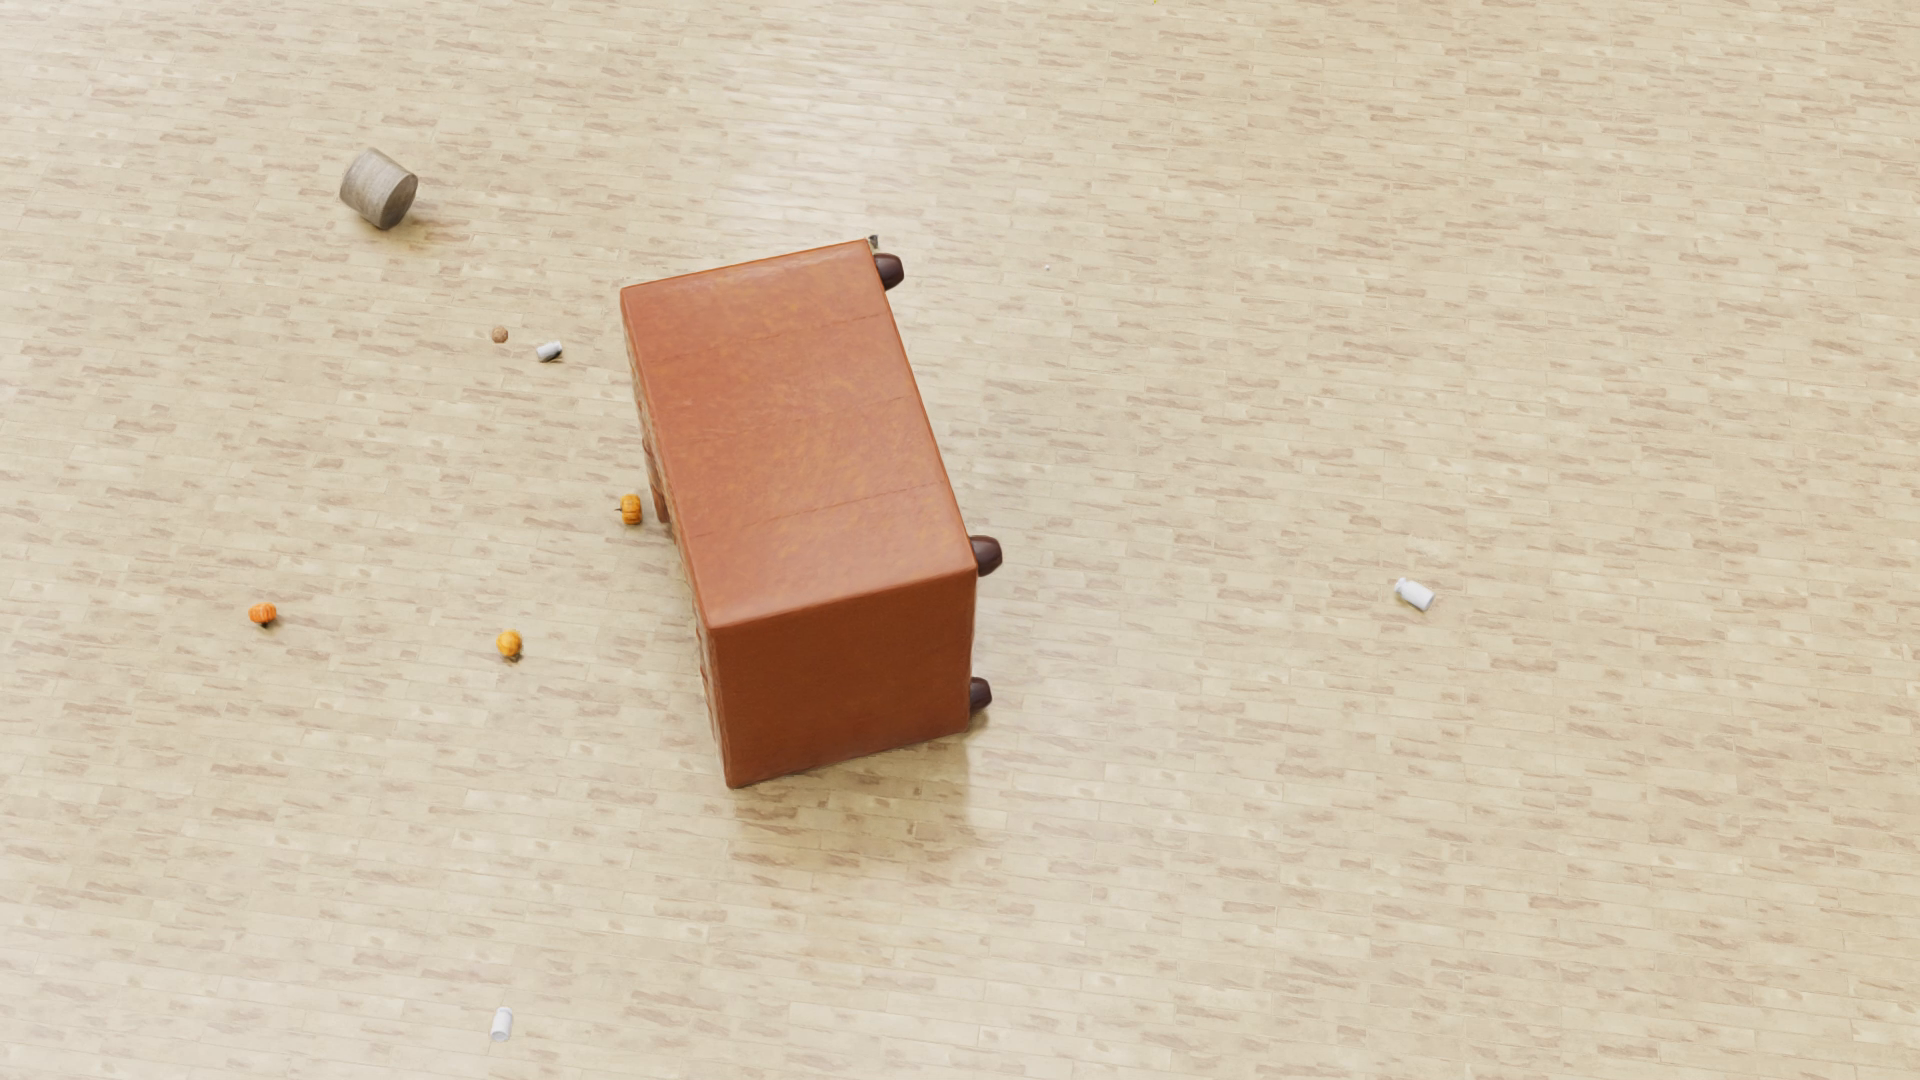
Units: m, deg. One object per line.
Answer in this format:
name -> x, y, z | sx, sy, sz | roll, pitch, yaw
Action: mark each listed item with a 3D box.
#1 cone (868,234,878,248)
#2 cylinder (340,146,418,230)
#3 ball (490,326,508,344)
cone -> -0.280, -0.973, 7.214 | 0.034, 0.049, 0.049 | -11, 83, -12
cylinder -> -1.907, -1.153, 7.217 | 0.172, 0.214, 0.158 | 35, 19, 10
ball -> -1.441, -0.642, 6.879 | 0.054, 0.054, 0.054 | 0, 56, 0
